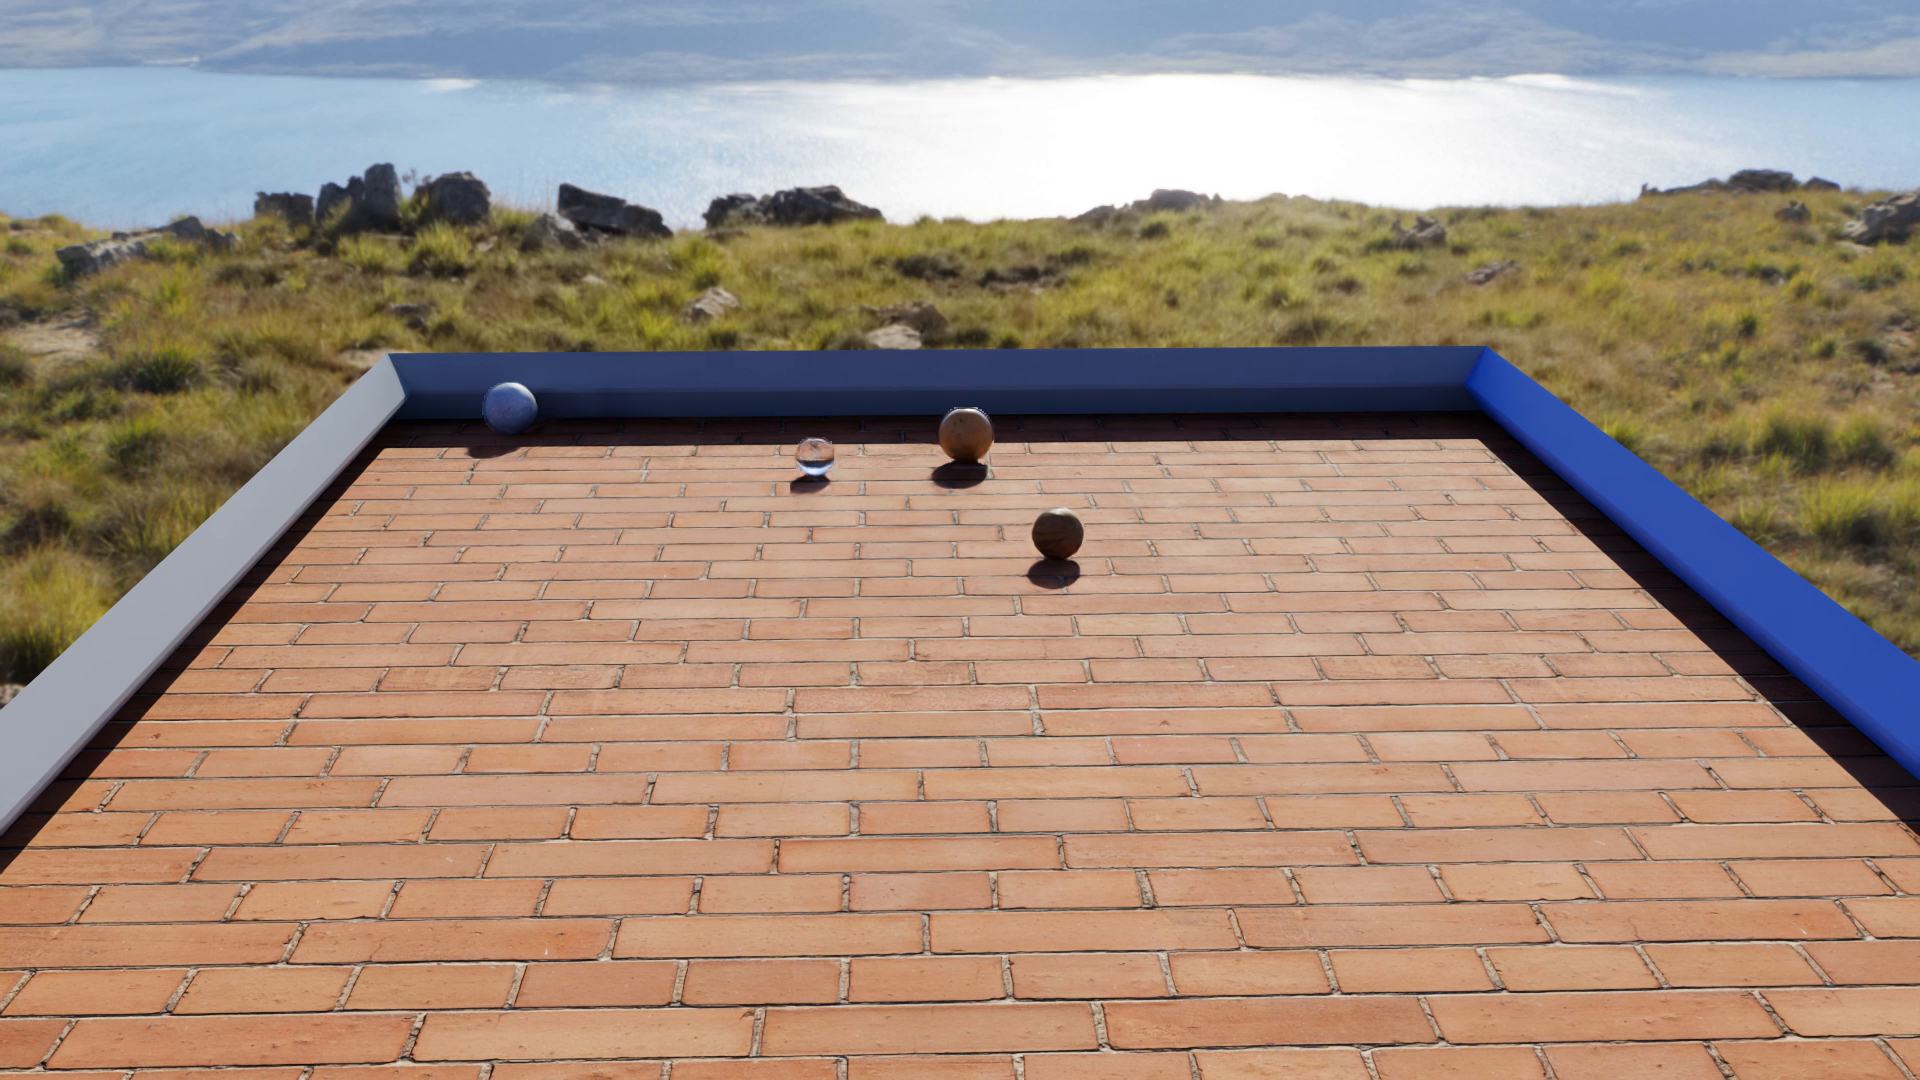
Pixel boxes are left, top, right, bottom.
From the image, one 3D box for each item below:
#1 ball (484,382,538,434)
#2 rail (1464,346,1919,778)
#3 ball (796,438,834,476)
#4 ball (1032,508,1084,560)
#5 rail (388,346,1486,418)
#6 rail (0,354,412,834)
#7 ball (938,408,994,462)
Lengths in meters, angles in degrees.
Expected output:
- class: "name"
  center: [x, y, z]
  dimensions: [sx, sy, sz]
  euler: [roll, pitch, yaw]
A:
- class: "ball"
  center: [-0.692, -0.202, 3.387]
  dimensions: [0.080, 0.080, 0.080]
  euler: [0, 16, 0]
- class: "rail"
  center: [0.882, 0.206, 1.938]
  dimensions: [0.045, 0.105, 3.345]
  euler: [-1, 16, -2]
- class: "ball"
  center: [-0.207, -0.119, 3.146]
  dimensions: [0.054, 0.054, 0.054]
  euler: [0, 16, 0]
- class: "ball"
  center: [0.122, -0.007, 2.745]
  dimensions: [0.065, 0.065, 0.065]
  euler: [0, 16, 0]
- class: "rail"
  center: [-0.029, -0.246, 3.491]
  dimensions: [1.753, 0.105, 0.045]
  euler: [-1, 16, -2]
- class: "rail"
  center: [-0.823, 0.223, 1.880]
  dimensions: [0.045, 0.105, 3.345]
  euler: [-1, 16, -2]
- class: "ball"
  center: [0.008, -0.154, 3.219]
  dimensions: [0.081, 0.081, 0.081]
  euler: [0, 16, 0]
